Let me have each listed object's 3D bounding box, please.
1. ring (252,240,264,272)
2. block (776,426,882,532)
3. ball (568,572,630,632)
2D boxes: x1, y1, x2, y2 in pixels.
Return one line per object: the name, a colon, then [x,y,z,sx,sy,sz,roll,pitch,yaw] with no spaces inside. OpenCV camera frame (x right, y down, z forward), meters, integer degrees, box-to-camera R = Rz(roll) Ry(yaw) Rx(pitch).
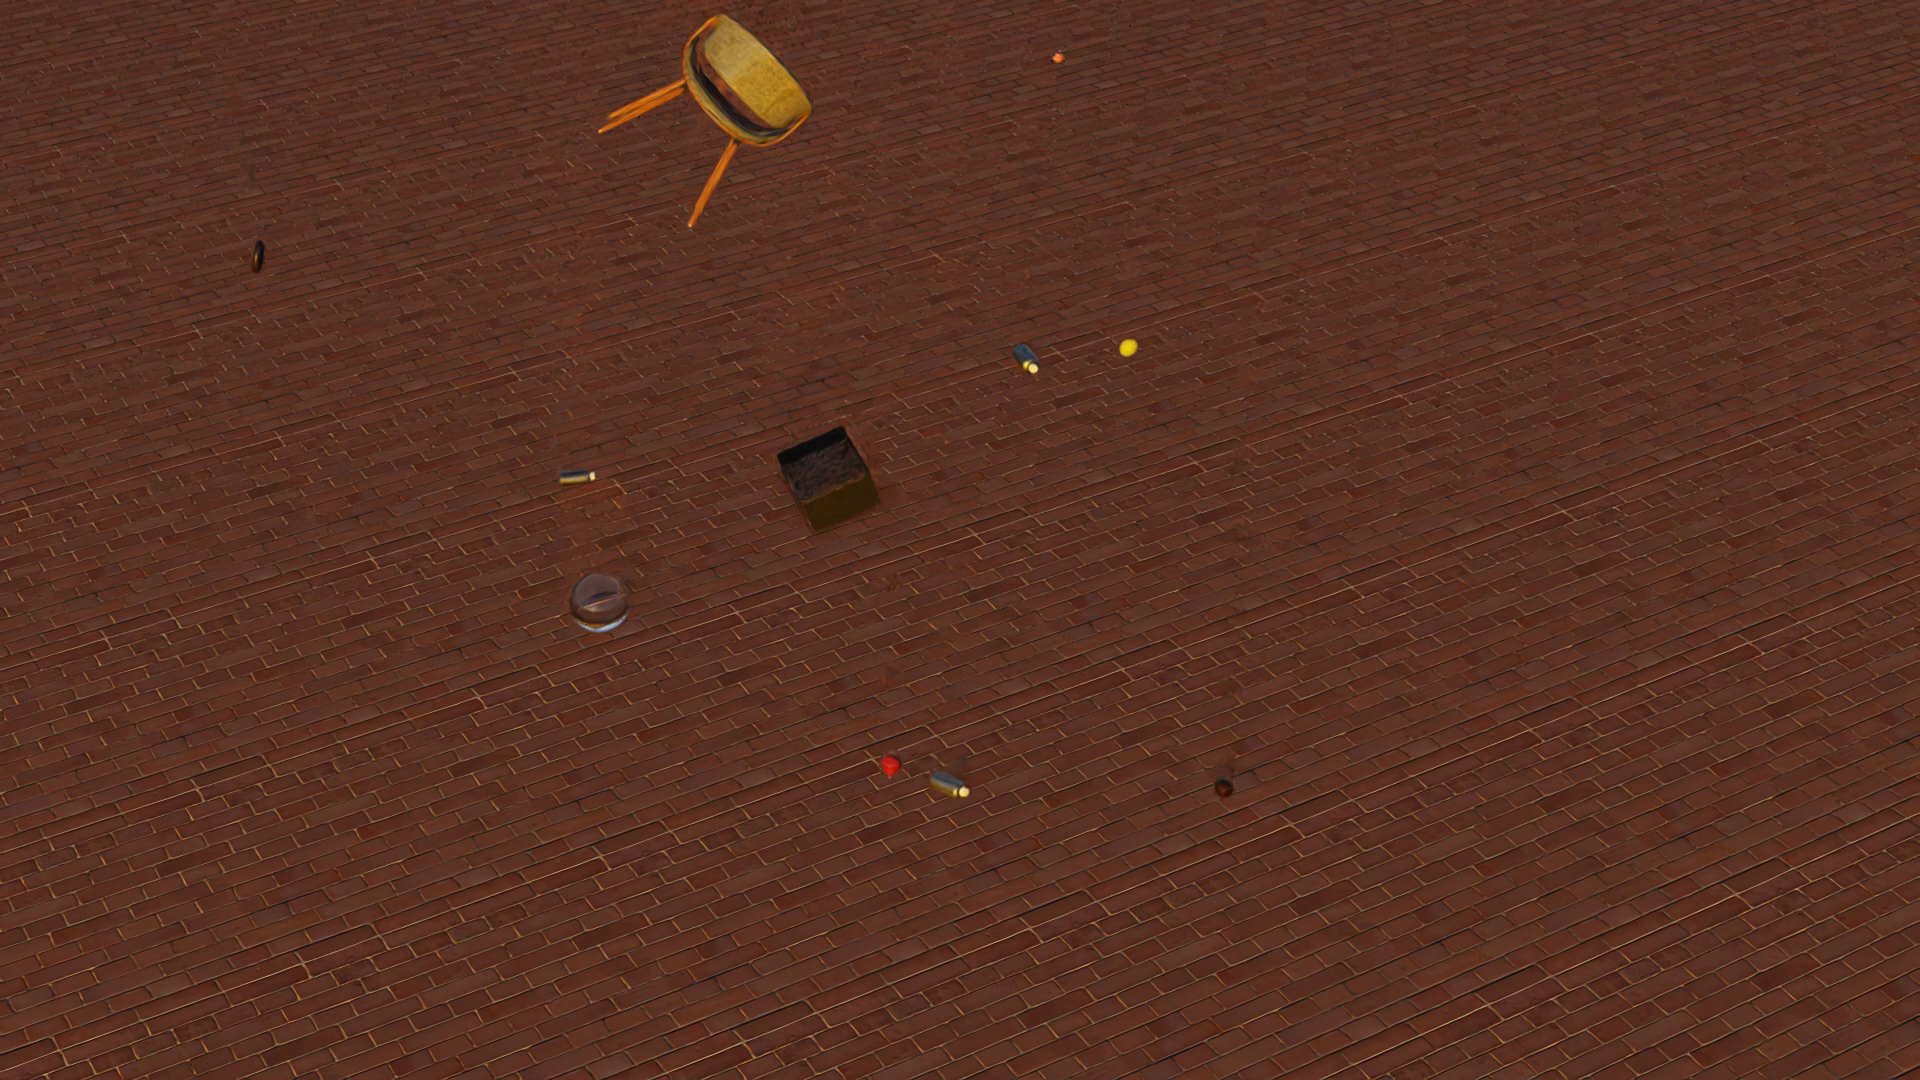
ring: [-2.589,-1.046,10.814,0.034,0.128,0.087,11,26,-11]
block: [-0.494,-0.230,10.996,0.275,0.150,0.357,-24,37,-6]
ball: [-1.280,0.222,10.411,0.217,0.217,0.217,0,33,0]
